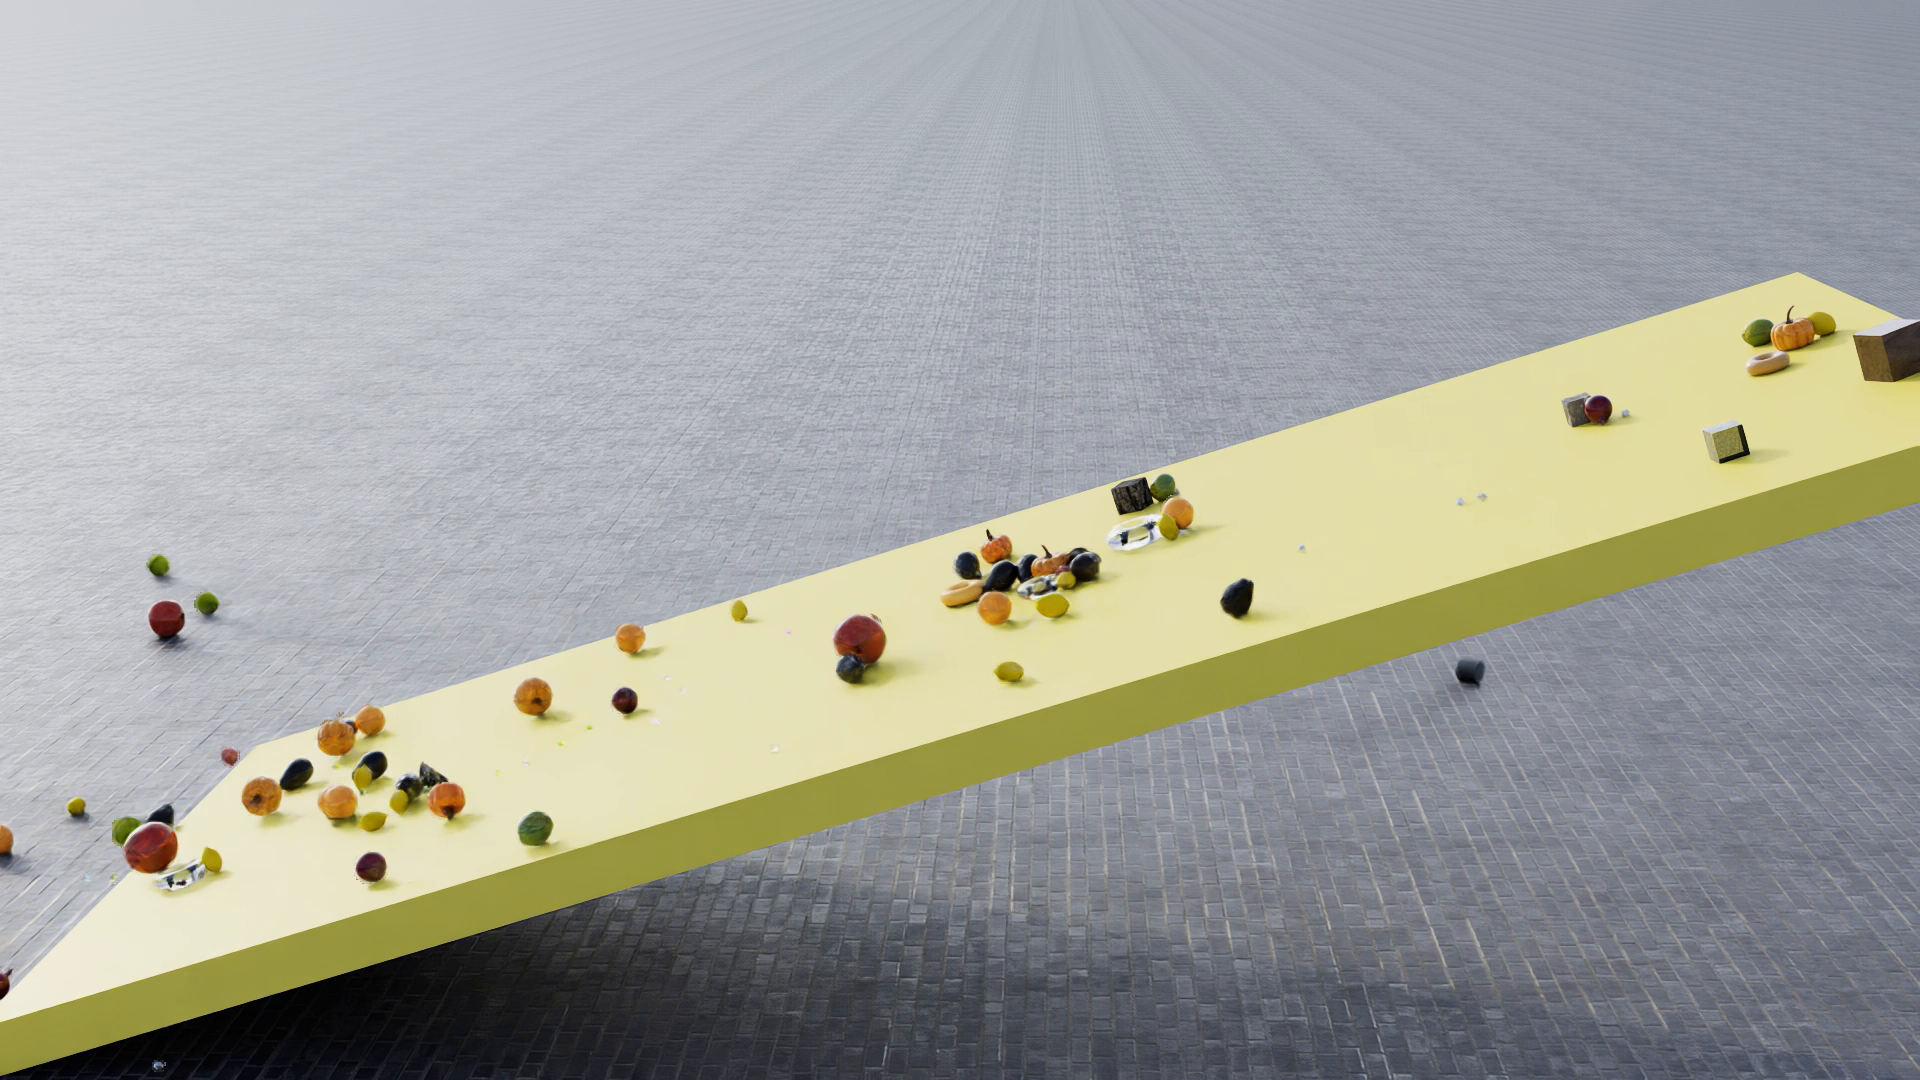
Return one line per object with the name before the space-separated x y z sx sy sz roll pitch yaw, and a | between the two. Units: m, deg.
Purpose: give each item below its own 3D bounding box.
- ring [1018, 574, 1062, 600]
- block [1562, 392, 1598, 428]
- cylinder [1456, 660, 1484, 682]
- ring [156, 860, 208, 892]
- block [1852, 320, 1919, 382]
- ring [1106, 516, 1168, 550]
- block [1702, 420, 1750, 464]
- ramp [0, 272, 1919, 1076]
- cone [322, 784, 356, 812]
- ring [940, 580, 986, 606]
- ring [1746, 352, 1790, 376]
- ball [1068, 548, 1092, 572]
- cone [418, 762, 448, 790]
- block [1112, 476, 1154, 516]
ring | 0.169 0.100 6.256 0.098 0.033 0.098 -18 9 3
block | 1.310 -0.276 6.220 0.054 0.054 0.054 -17 10 4
cylinder | 1.476 0.378 8.509 0.059 0.059 0.059 8 14 36
ring | -1.630 0.702 6.159 0.113 0.038 0.113 -19 10 3
block | 1.818 -0.369 5.730 0.095 0.095 0.095 -21 11 -15
ring | 0.388 -0.015 6.448 0.143 0.048 0.143 -18 10 3
block | 1.436 -0.184 5.512 0.060 0.060 0.060 -18 10 0
ramp | 0.100 0.183 6.311 4.000 0.100 2.000 -17 10 5
cone | -1.333 0.570 6.363 0.066 0.066 0.066 19 16 12
ring | 0.008 0.116 6.445 0.105 0.035 0.105 -16 11 3
ring | 1.685 -0.369 6.136 0.094 0.031 0.094 -17 12 4
ball | 0.256 0.042 6.309 0.052 0.052 0.052 0 11 0
cone | -1.129 0.512 6.323 0.065 0.065 0.065 8 11 -6
block | 0.400 -0.103 6.836 0.064 0.064 0.064 -11 12 32
